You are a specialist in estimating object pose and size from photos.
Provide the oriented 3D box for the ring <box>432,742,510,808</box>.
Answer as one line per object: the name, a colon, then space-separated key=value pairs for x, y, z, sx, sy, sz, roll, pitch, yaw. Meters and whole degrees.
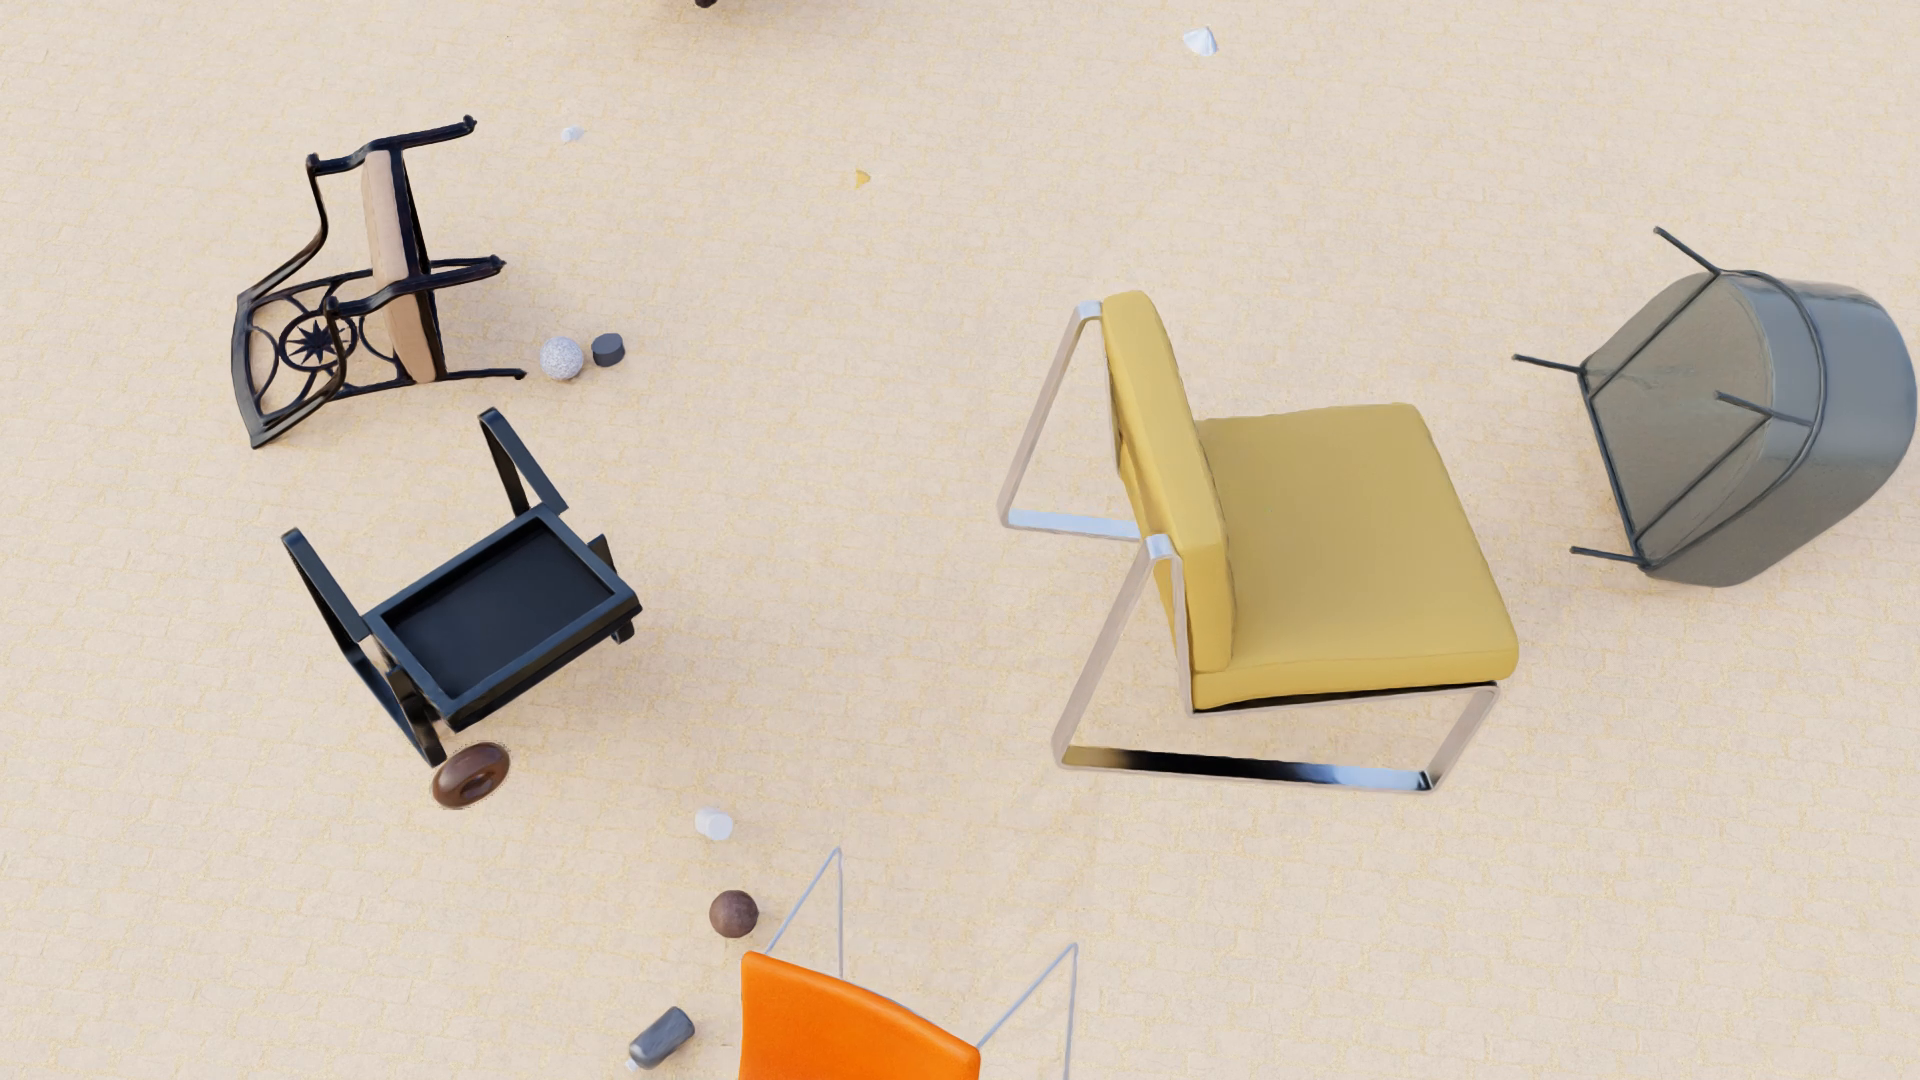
ring: x=-1.227 y=0.591 z=5.522 sx=0.213 sy=0.157 sz=0.082 roll=-34 pitch=60 yaw=-15

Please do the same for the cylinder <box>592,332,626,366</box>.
cylinder: x=-1.109 y=-0.600 z=6.939 sx=0.103 sy=0.063 sz=0.080 roll=-29 pitch=61 yaw=-18

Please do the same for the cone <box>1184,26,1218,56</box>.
cone: x=0.764 y=-1.579 z=6.865 sx=0.116 sy=0.066 sz=0.120 roll=-13 pitch=61 yaw=-26

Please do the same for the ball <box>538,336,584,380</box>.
ball: x=-1.246 y=-0.568 z=6.873 sx=0.137 sy=0.137 sz=0.137 roll=0 pitch=56 yaw=0

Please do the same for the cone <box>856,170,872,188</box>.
cone: x=-0.332 y=-1.193 z=7.318 sx=0.057 sy=0.062 sz=0.051 roll=26 pitch=20 yaw=-25
